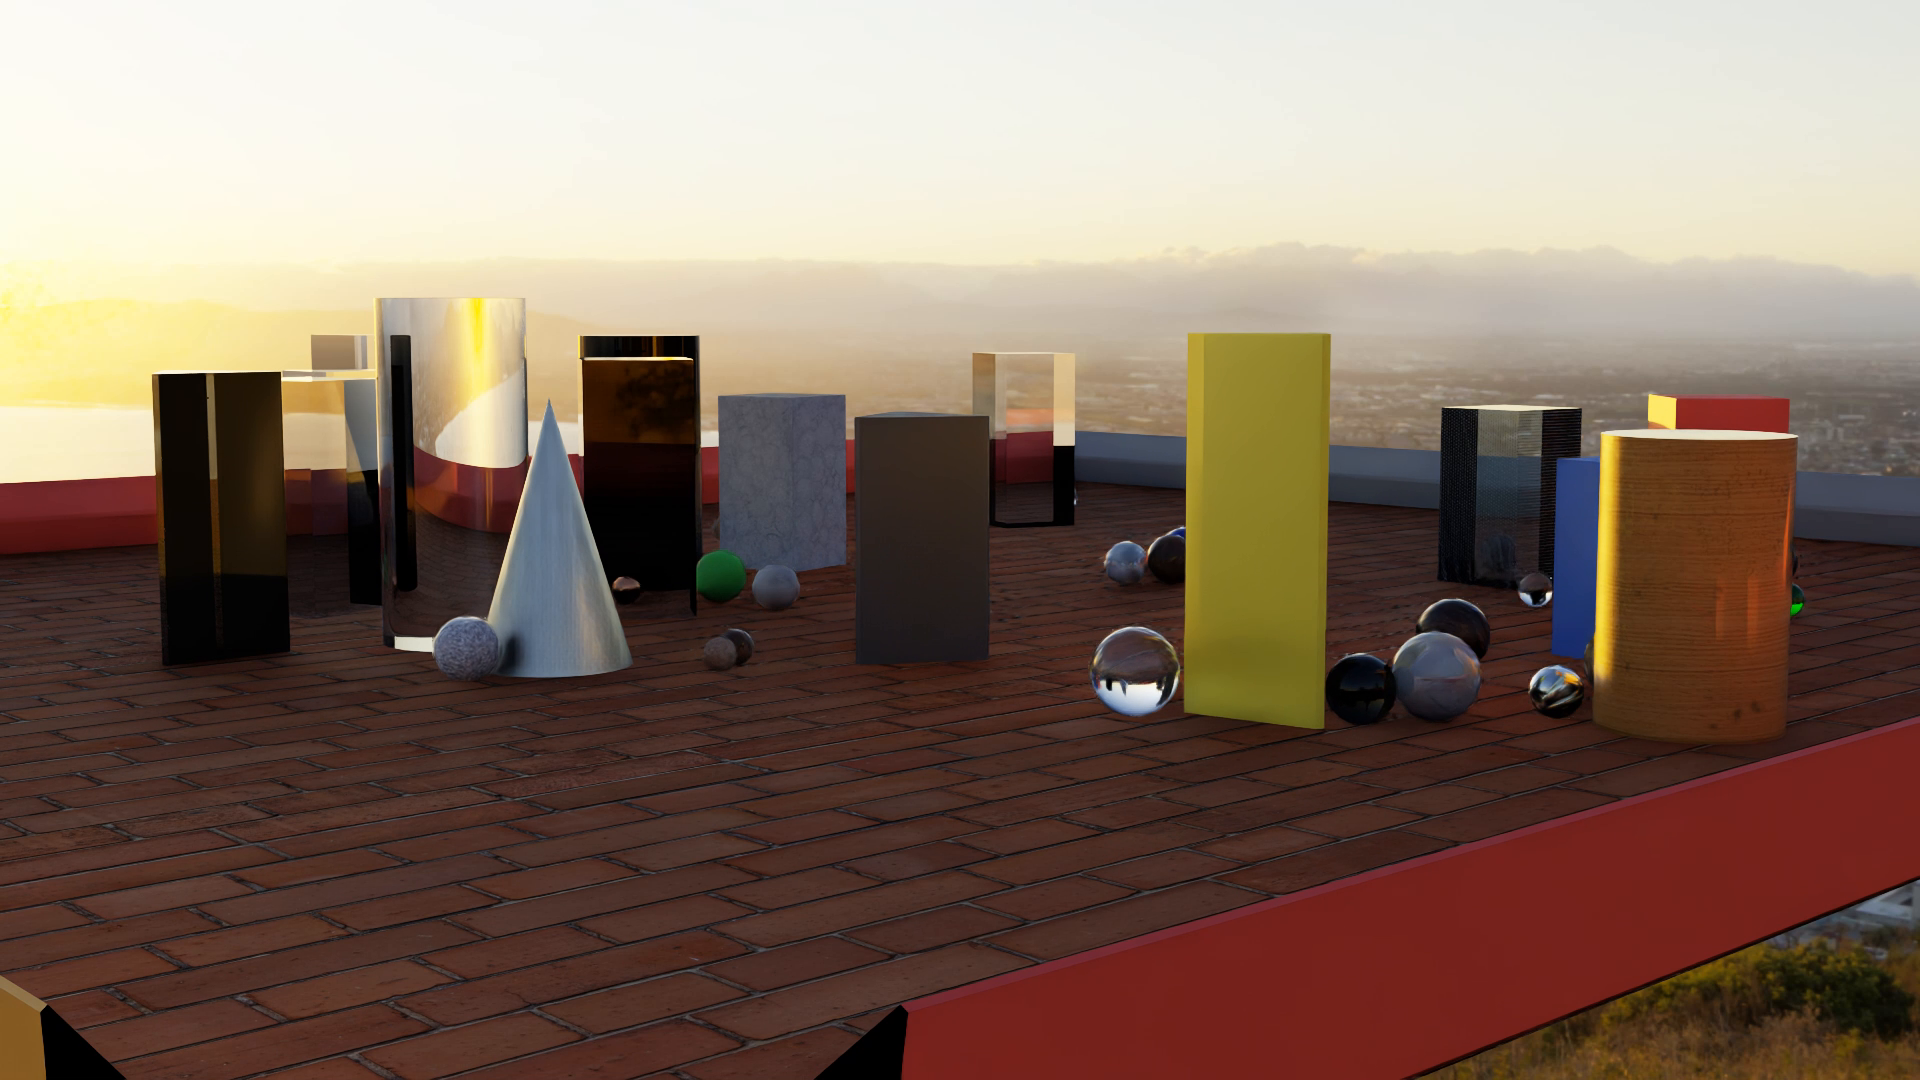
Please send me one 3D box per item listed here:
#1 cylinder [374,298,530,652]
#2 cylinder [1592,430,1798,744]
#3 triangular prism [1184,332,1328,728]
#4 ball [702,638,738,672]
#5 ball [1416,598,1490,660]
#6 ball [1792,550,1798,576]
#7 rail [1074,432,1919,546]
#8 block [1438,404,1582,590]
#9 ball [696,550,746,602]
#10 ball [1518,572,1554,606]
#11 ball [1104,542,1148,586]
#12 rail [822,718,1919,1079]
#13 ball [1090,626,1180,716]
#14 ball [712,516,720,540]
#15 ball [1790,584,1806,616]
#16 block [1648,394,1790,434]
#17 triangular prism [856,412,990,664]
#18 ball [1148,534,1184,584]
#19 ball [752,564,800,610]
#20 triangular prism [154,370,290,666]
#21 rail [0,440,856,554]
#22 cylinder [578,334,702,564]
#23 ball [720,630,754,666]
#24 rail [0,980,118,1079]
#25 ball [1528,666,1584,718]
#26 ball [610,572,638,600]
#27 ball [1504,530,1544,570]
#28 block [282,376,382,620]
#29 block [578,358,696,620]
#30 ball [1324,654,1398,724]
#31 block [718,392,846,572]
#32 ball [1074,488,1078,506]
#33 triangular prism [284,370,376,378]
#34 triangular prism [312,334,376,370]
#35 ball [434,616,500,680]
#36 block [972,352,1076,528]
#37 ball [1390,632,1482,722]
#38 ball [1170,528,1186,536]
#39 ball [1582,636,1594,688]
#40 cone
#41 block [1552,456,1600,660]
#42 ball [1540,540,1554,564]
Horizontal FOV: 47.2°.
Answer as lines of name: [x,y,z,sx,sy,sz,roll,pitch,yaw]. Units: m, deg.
cylinder: [-0.679,-0.093,2.954,0.198,0.461,0.198,0,6,0]
cylinder: [0.782,0.044,2.345,0.198,0.314,0.198,0,6,0]
triangular prism: [0.362,-0.018,2.436,0.171,0.420,0.148,5,7,37]
ball: [-0.297,0.142,2.721,0.043,0.043,0.043,0,6,0]
ball: [0.610,0.117,2.720,0.091,0.091,0.091,0,6,0]
ball: [1.335,0.037,3.597,0.068,0.068,0.068,0,6,0]
rail: [1.374,-0.098,4.593,0.045,0.129,3.405,-5,8,-42]
block: [0.902,-0.074,3.610,0.158,0.286,0.158,-4,7,-37]
ball: [-0.367,0.056,3.361,0.079,0.079,0.079,0,6,0]
ball: [0.868,0.075,3.315,0.051,0.051,0.051,0,6,0]
ball: [0.271,0.038,3.575,0.071,0.071,0.071,0,6,0]
rail: [1.138,0.161,2.105,3.786,0.129,0.045,-5,8,-42]
ball: [0.193,0.145,2.417,0.099,0.099,0.099,0,6,0]
ball: [-0.453,-0.023,4.252,0.051,0.051,0.051,0,6,0]
ball: [1.207,0.087,3.209,0.049,0.049,0.049,0,6,0]
block: [1.105,-0.050,3.224,0.158,0.319,0.158,0,6,4]
triangular prism: [-0.064,-0.007,2.851,0.171,0.312,0.148,-1,6,-14]
ball: [0.346,0.031,3.589,0.082,0.082,0.082,0,6,0]
ball: [-0.274,0.070,3.269,0.070,0.070,0.070,0,6,0]
triangular prism: [-0.991,-0.036,2.859,0.148,0.366,0.171,6,8,45]
rail: [-1.138,-0.095,4.559,3.786,0.129,0.045,-5,8,-42]
cylinder: [-0.525,-0.134,3.621,0.198,0.404,0.198,0,6,0]
ball: [-0.282,0.135,2.768,0.046,0.046,0.046,0,6,0]
rail: [-1.374,0.165,2.071,0.045,0.129,3.405,-5,8,-42]
ball: [0.652,0.166,2.402,0.058,0.058,0.058,0,6,0]
ball: [-0.519,0.070,3.400,0.044,0.044,0.044,0,6,0]
ball: [0.973,0.018,3.793,0.066,0.066,0.066,0,6,0]
block: [-0.965,-0.067,3.271,0.158,0.344,0.158,3,7,28]
block: [-0.477,-0.079,3.238,0.158,0.374,0.158,-1,6,-12]
ball: [0.432,0.161,2.370,0.077,0.077,0.077,0,6,0]
block: [-0.309,-0.104,3.841,0.158,0.298,0.158,4,7,32]
ball: [0.224,-0.096,4.854,0.072,0.072,0.072,0,6,0]
triangular prism: [-1.025,-0.113,3.699,0.148,0.345,0.171,-5,8,-42]
triangular prism: [-1.058,-0.171,3.989,0.171,0.401,0.148,6,8,43]
ball: [-0.595,0.130,2.653,0.078,0.078,0.078,0,6,0]
block: [0.132,-0.212,4.594,0.158,0.357,0.158,-3,7,-26]
ball: [0.517,0.148,2.389,0.098,0.098,0.098,0,6,0]
ball: [0.374,0.018,3.662,0.078,0.078,0.078,0,6,0]
ball: [0.757,0.140,2.511,0.089,0.089,0.089,0,6,0]
cone: [-0.512,-0.011,2.759,0.198,0.337,0.198,0,6,0]
block: [0.879,0.024,2.825,0.158,0.254,0.158,-4,7,-36]
ball: [1.027,0.021,3.877,0.042,0.042,0.042,0,6,0]
